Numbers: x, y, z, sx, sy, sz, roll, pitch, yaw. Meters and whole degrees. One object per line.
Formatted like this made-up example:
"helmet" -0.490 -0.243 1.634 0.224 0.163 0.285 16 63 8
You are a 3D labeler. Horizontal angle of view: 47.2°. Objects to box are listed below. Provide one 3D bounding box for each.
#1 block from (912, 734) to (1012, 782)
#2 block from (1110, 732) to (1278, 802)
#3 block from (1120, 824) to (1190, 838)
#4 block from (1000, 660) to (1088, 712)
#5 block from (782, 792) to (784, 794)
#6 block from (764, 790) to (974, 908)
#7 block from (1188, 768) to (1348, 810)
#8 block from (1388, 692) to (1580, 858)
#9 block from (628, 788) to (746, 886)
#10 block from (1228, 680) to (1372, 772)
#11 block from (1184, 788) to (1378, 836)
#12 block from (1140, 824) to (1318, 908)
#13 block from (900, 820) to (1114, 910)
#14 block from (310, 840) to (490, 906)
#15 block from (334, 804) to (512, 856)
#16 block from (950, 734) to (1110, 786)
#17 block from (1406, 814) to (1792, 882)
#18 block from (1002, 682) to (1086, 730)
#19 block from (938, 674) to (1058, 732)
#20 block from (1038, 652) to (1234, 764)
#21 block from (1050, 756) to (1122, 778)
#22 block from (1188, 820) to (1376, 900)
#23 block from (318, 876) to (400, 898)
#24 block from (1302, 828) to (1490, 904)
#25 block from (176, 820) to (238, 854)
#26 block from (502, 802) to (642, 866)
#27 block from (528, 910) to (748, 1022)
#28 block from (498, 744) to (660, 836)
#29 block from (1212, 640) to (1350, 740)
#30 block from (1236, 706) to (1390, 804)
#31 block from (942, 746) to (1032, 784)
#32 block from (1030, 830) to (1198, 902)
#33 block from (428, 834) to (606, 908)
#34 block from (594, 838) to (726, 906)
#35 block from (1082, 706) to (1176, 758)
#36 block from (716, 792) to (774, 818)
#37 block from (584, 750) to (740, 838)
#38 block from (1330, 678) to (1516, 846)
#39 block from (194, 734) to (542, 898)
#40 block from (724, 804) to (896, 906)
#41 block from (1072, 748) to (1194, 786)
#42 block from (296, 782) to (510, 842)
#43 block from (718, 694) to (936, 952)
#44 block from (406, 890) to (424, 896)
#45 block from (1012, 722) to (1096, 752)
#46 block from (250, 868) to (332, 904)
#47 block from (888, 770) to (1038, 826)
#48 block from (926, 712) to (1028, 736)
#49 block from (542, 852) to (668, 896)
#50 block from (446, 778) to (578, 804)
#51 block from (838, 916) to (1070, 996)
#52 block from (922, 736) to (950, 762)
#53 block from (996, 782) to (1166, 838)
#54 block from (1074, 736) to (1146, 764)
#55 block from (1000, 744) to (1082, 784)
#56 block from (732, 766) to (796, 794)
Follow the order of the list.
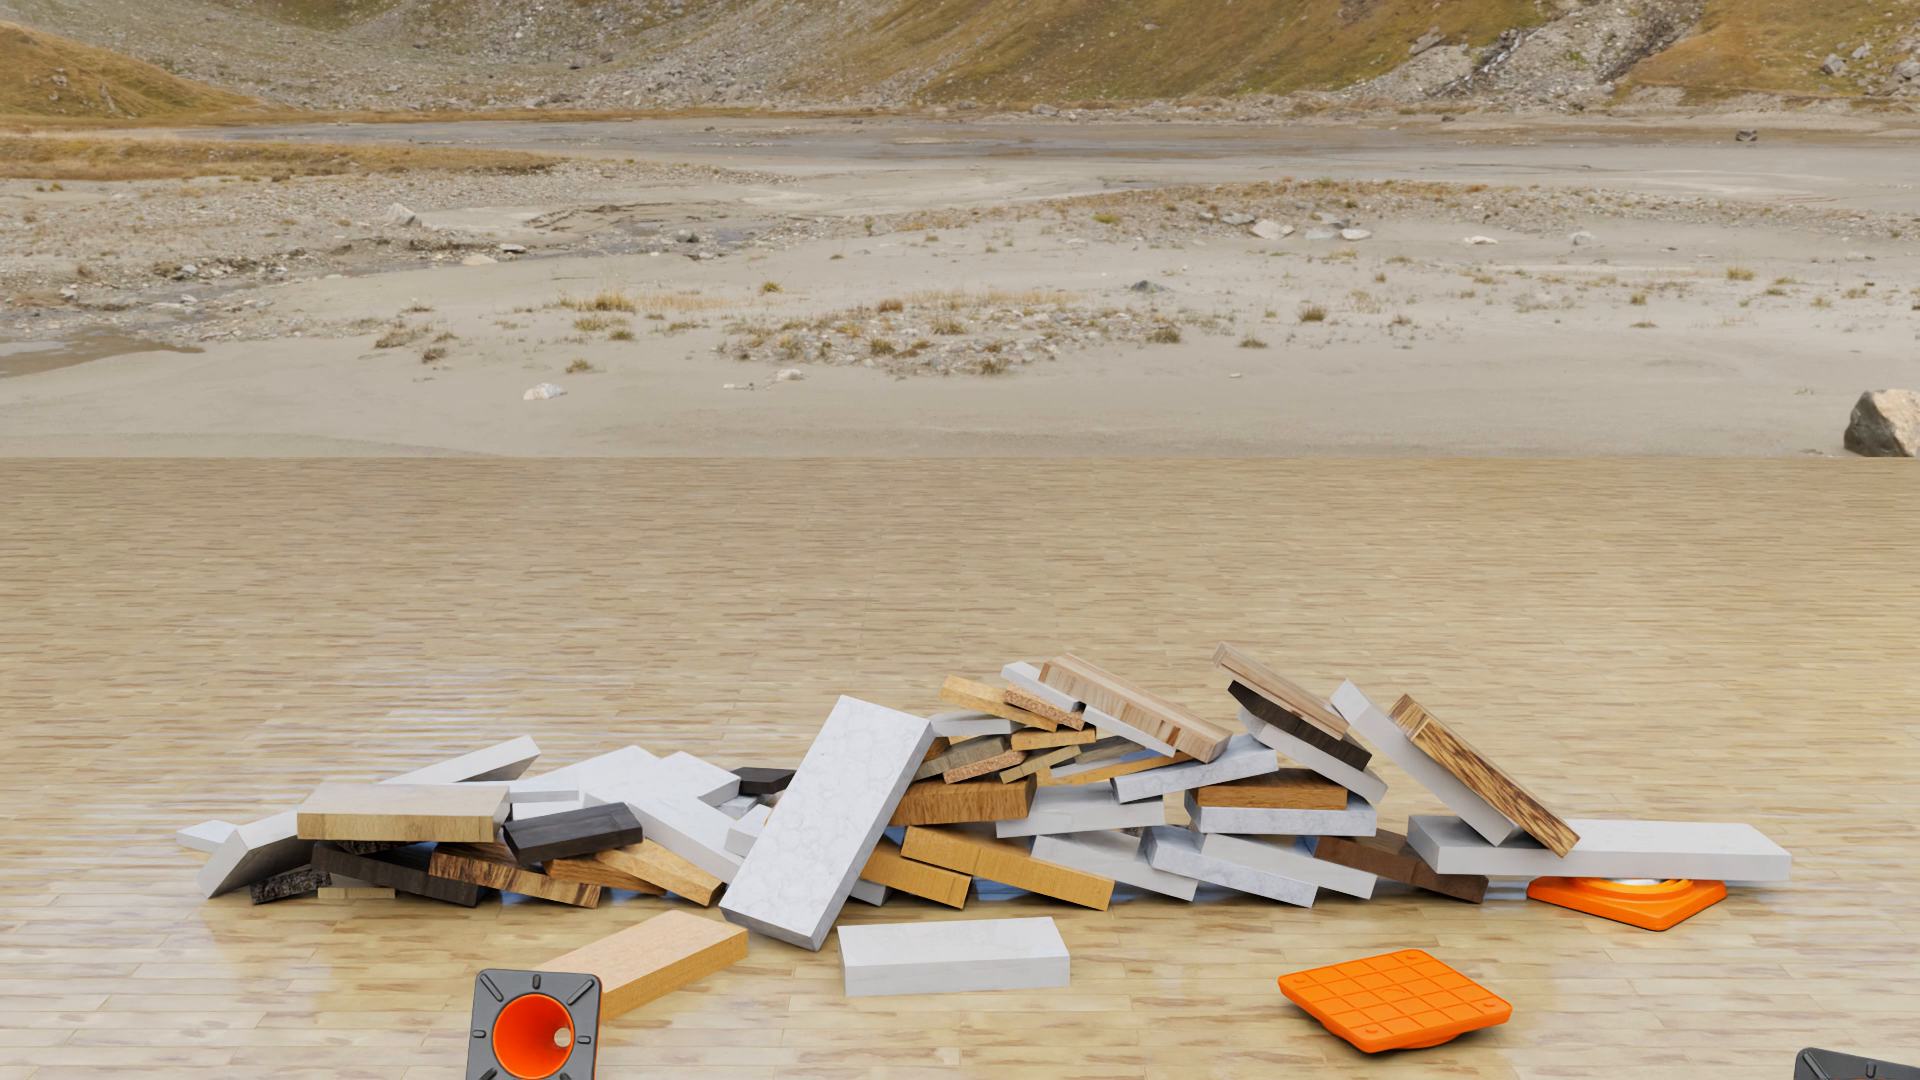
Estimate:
"block" 0.001 0.355 3.649 0.174 0.025 0.087 -19 5 18
"block" 0.380 0.372 3.611 0.262 0.035 0.122 -11 11 -2
"block" 0.367 0.531 3.926 0.161 0.023 0.081 1 11 4
"block" 0.140 0.241 3.614 0.137 0.019 0.068 27 15 23
"block" -0.170 0.498 4.040 0.320 0.045 0.160 0 11 2
"block" -0.146 0.511 3.669 0.348 0.049 0.174 16 13 4
"block" 0.504 0.409 3.632 0.244 0.035 0.122 2 10 -4
"block" 0.849 0.381 3.574 0.322 0.046 0.161 37 7 -9
"block" -0.418 0.511 3.730 0.283 0.040 0.141 25 16 26
"block" 0.558 0.300 3.616 0.230 0.033 0.115 28 8 -20
"block" 0.529 0.446 3.647 0.291 0.041 0.145 2 10 -5
"block" 0.445 0.536 3.650 0.274 0.039 0.137 15 9 -6
"block" 0.079 0.520 3.663 0.348 0.049 0.174 15 11 -1
"block" -0.920 0.538 3.662 0.278 0.039 0.139 13 10 2
"block" -0.907 0.466 3.681 0.278 0.039 0.139 -7 13 -36
"block" 0.159 0.427 4.176 0.334 0.047 0.167 17 11 17
"block" 1.062 0.513 3.665 0.601 0.046 0.161 2 11 -7
"block" 0.140 0.268 3.590 0.137 0.019 0.068 21 14 3
"block" 0.068 0.268 3.616 0.197 0.022 0.077 16 13 5
"block" 0.287 0.272 3.597 0.310 0.033 0.115 25 15 18
"block" 0.205 0.363 3.616 0.116 0.016 0.058 -14 11 2
"block" 0.535 0.518 3.660 0.291 0.041 0.145 15 9 -5
"block" -1.001 0.579 3.677 0.127 0.018 0.063 0 11 0
"block" 0.722 0.527 3.675 0.291 0.041 0.145 16 9 -4
"block" -1.304 0.533 3.911 0.167 0.024 0.084 7 12 32
"block" -0.636 0.480 3.610 0.205 0.029 0.103 -8 21 -24
"block" -0.479 0.635 3.304 0.155 0.044 0.310 7 13 34
"block" -0.686 0.475 4.046 0.160 0.045 0.409 25 22 29
"block" 0.522 0.245 3.589 0.230 0.033 0.115 30 7 -3
"block" 0.582 0.350 3.638 0.244 0.035 0.122 28 7 -15
"block" 0.045 0.366 3.615 0.136 0.019 0.068 -18 5 21
"block" 0.255 0.523 3.658 0.275 0.039 0.137 16 11 -1
"block" -0.727 0.542 3.654 0.278 0.039 0.139 12 10 -3
"block" -0.493 0.542 3.649 0.205 0.029 0.103 21 10 8
"block" 0.279 0.305 3.569 0.159 0.019 0.068 22 14 7
"block" -0.413 0.488 4.154 0.081 0.023 0.161 3 11 14
"block" -0.544 0.466 4.028 0.141 0.040 0.283 20 20 26
"block" 0.757 0.364 3.612 0.322 0.046 0.161 39 7 -9
"block" -1.028 0.480 3.885 0.155 0.044 0.673 -44 -16 31
"block" -0.238 0.527 3.694 0.283 0.040 0.141 18 14 12
"block" 0.281 0.364 3.600 0.200 0.016 0.058 -14 11 3
"block" -0.902 0.443 3.580 0.310 0.044 0.155 1 12 -2
"block" -0.209 0.448 3.534 0.167 0.047 0.426 14 55 24
"block" -0.919 0.566 3.672 0.127 0.018 0.063 13 10 2
"block" 0.154 0.319 3.593 0.136 0.019 0.068 -7 10 6
"block" -1.113 0.572 3.657 0.127 0.018 0.063 -12 11 -18
"block" -0.054 0.422 3.654 0.348 0.049 0.174 -5 10 8
"block" 0.022 0.305 3.661 0.174 0.025 0.087 -5 5 26
"block" -0.592 0.539 3.640 0.205 0.029 0.103 15 11 -28
"block" -0.807 0.429 3.727 0.316 0.019 0.068 -1 11 -10
"block" -0.013 0.629 3.328 0.334 0.047 0.167 -1 11 -7
"block" -0.111 0.363 3.694 0.174 0.025 0.087 -16 6 19
"block" 0.199 0.442 3.642 0.274 0.039 0.137 -5 10 4
"block" 0.247 0.339 3.599 0.116 0.016 0.058 -13 11 9
"block" 0.130 0.357 3.604 0.136 0.019 0.068 -22 9 3
"block" -0.382 0.453 4.150 0.161 0.023 0.081 -2 11 42
